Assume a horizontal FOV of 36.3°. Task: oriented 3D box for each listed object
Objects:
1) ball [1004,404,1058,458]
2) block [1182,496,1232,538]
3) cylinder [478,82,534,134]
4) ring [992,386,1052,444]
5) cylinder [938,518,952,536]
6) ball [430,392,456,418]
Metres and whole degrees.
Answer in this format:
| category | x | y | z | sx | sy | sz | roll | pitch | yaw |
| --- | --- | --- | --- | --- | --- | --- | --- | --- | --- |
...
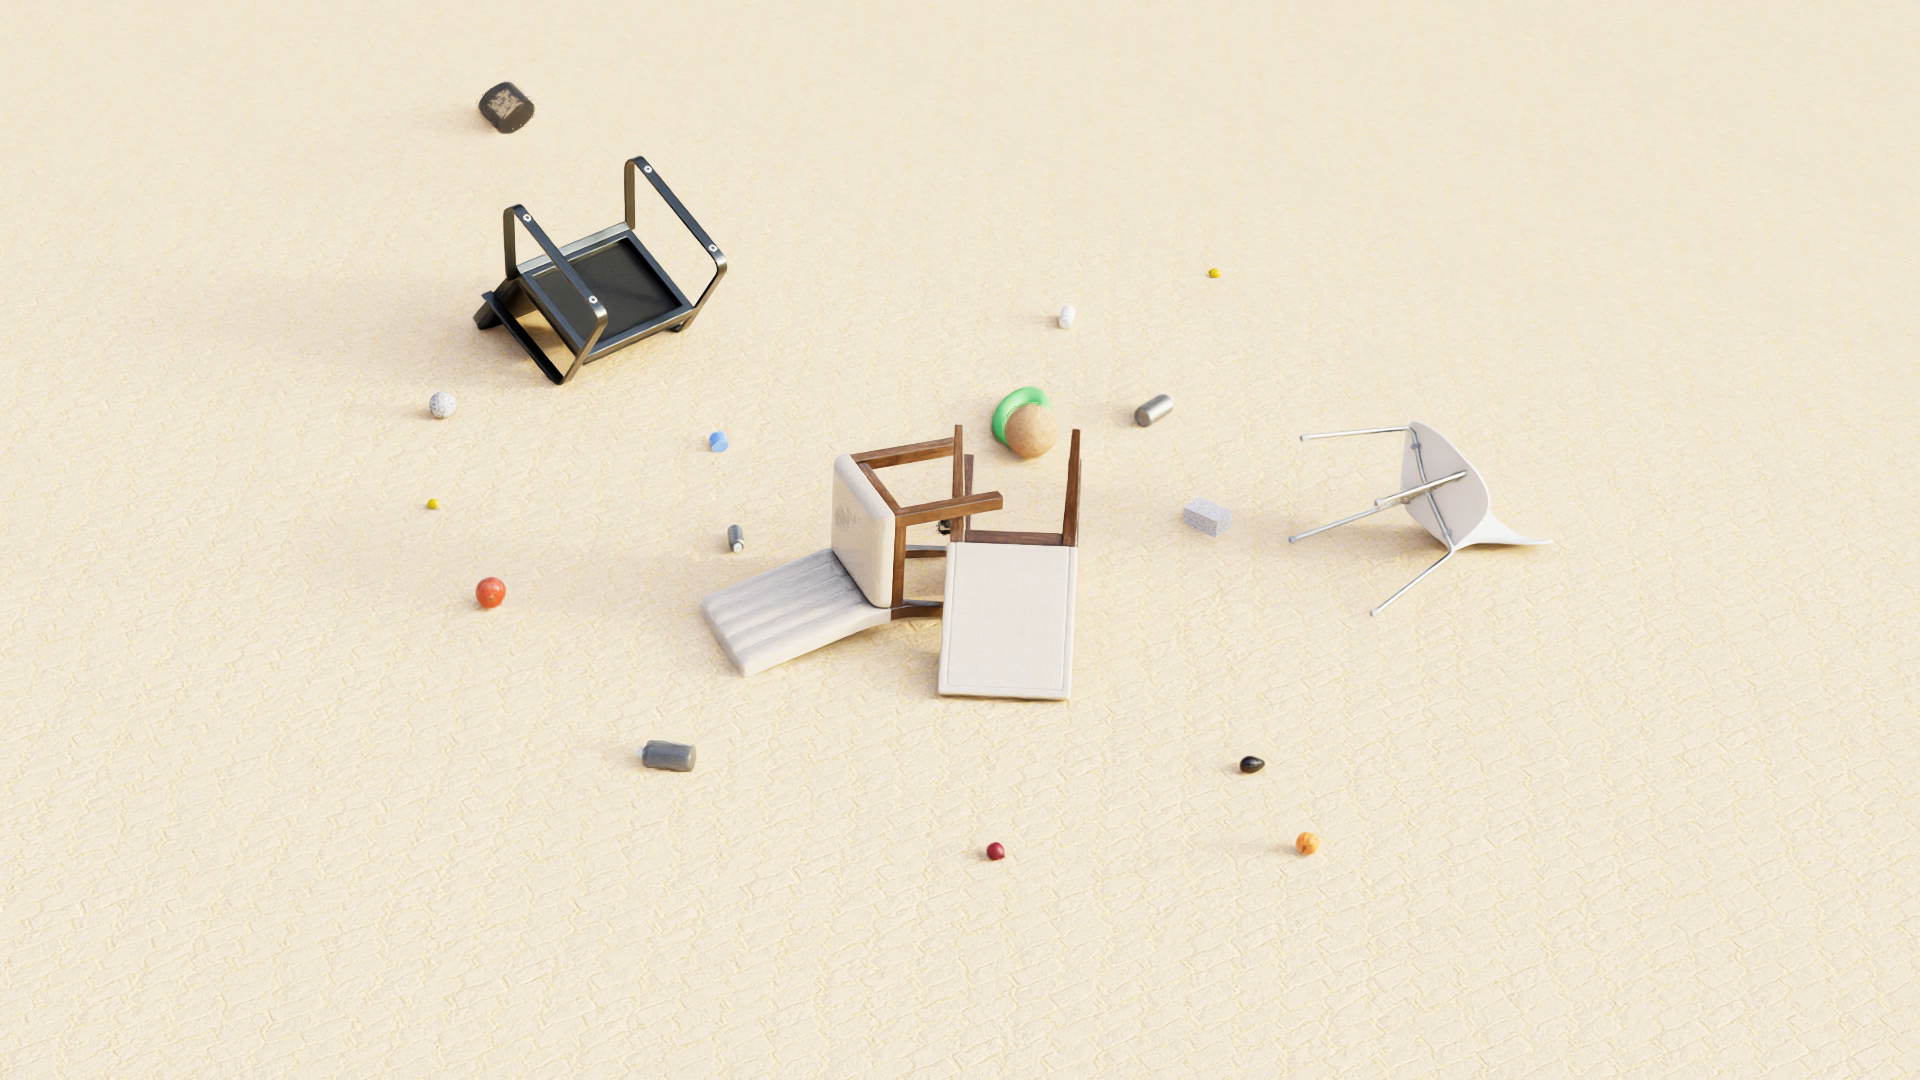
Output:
| category | x | y | z | sx | sy | sz | roll | pitch | yaw |
| --- | --- | --- | --- | --- | --- | --- | --- | --- | --- |
| ball | 0.276 | -0.422 | 11.383 | 0.209 | 0.209 | 0.209 | 0 | 33 | 0 |
| block | 0.930 | -0.086 | 11.008 | 0.156 | 0.073 | 0.096 | 26 | 41 | 33 |
| cylinder | -2.156 | -2.055 | 13.933 | 0.206 | 0.116 | 0.262 | -40 | 43 | -5 |
| ring | 0.246 | -0.495 | 11.620 | 0.213 | 0.074 | 0.382 | 13 | 39 | 14 |
| cylinder | -0.057 | -0.050 | 10.984 | 0.045 | 0.040 | 0.056 | 6 | 33 | -2 |
| ball | -2.057 | -0.538 | 11.662 | 0.108 | 0.108 | 0.108 | 0 | 33 | 0 |
